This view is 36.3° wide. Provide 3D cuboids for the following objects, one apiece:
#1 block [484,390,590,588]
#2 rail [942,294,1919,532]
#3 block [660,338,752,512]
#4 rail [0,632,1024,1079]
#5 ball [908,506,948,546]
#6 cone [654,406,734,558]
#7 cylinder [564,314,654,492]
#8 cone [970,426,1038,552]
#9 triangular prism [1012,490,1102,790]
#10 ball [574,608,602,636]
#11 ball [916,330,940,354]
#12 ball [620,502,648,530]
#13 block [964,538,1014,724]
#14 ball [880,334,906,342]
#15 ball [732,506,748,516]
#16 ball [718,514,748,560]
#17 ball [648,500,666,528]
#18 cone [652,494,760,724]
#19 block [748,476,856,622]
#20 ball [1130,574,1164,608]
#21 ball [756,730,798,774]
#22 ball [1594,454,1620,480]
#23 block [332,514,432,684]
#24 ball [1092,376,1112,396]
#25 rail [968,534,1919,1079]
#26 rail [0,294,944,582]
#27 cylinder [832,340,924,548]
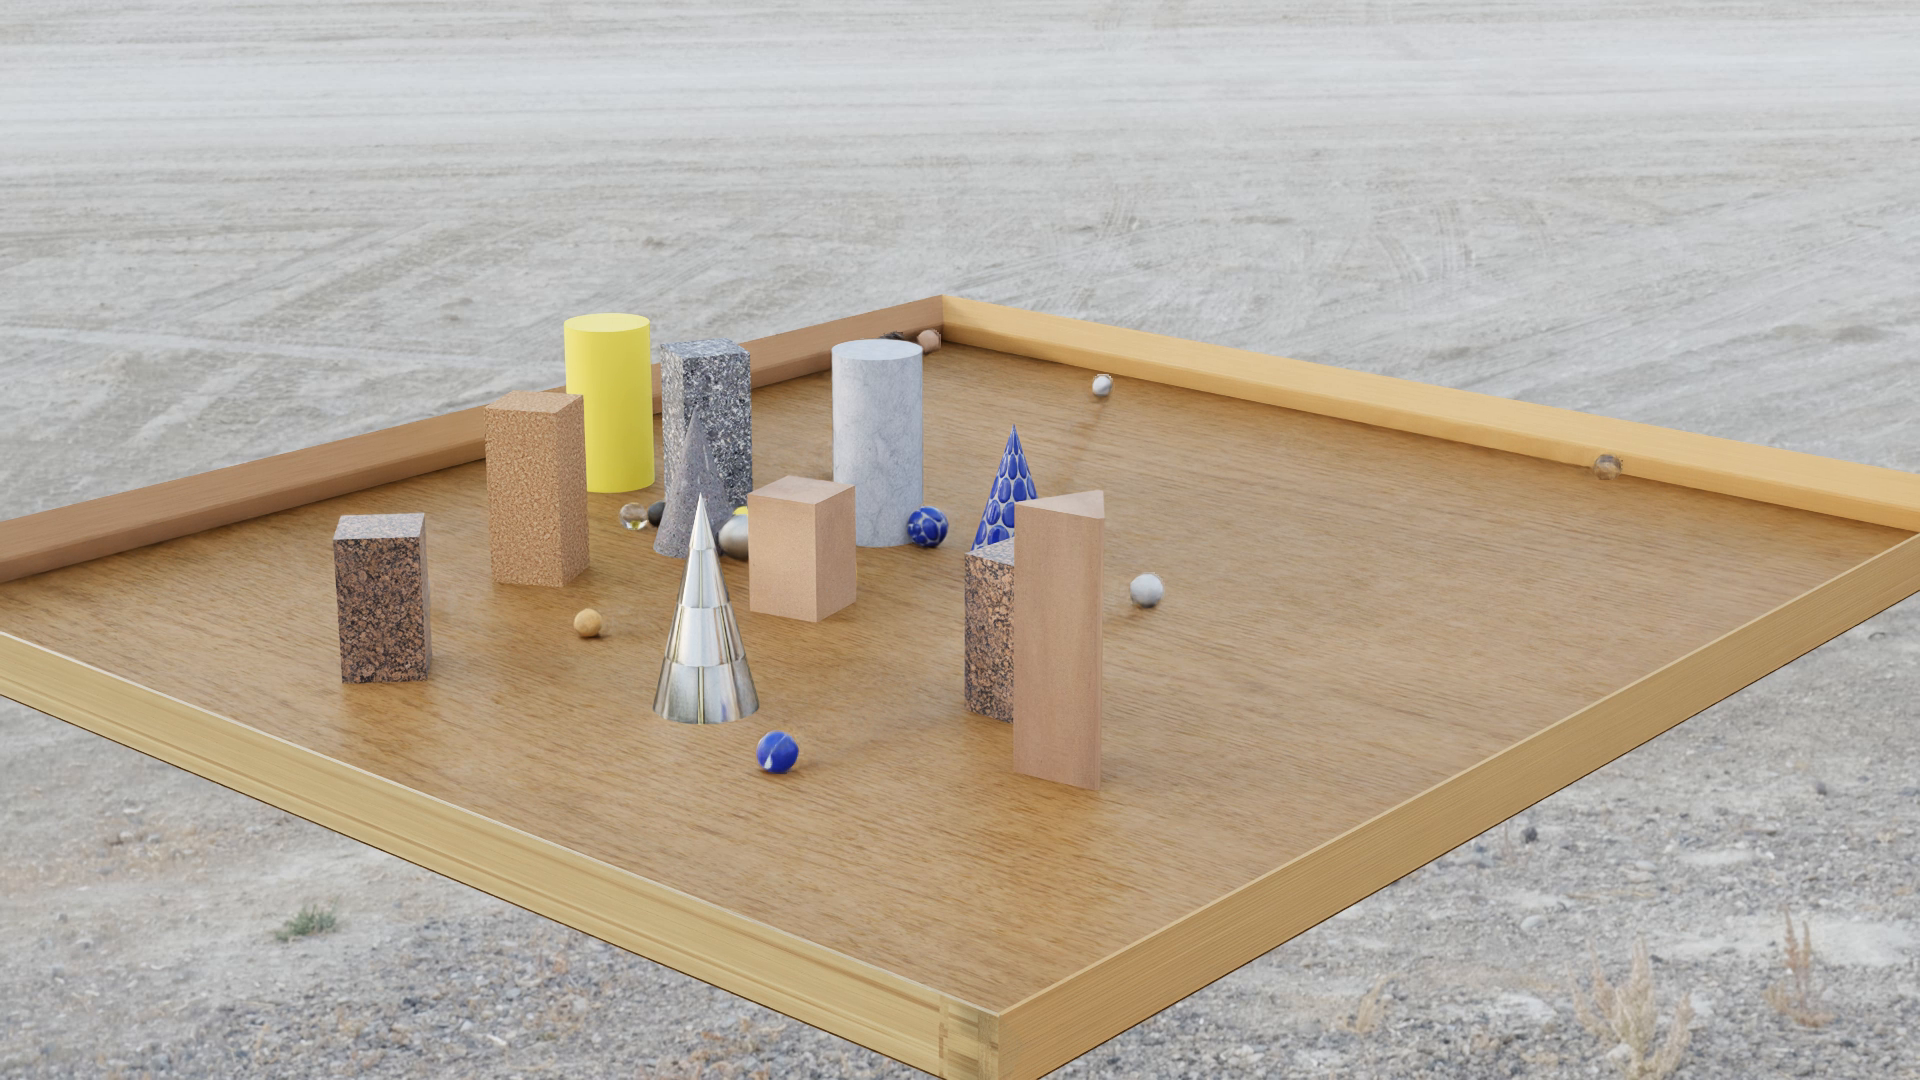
[{"bbox_3d":[-0.743,-0.091,5.159,0.133,0.315,0.133,4,17,14],"label":"block"},{"bbox_3d":[0.911,-0.279,6.127,2.568,0.108,0.045,14,22,39],"label":"rail"},{"bbox_3d":[-0.481,-0.213,5.567,0.133,0.310,0.133,-7,18,-22],"label":"block"},{"bbox_3d":[-0.911,0.333,4.119,2.568,0.108,0.045,14,22,39],"label":"rail"},{"bbox_3d":[-0.058,-0.025,5.352,0.075,0.075,0.075,0,17,0],"label":"ball"},{"bbox_3d":[-0.478,-0.116,5.327,0.166,0.263,0.166,0,17,0],"label":"cone"},{"bbox_3d":[-0.685,-0.269,5.734,0.166,0.320,0.166,0,17,0],"label":"cylinder"},{"bbox_3d":[0.096,-0.084,5.235,0.166,0.257,0.166,0,17,0],"label":"cone"},{"bbox_3d":[0.171,0.138,4.245,0.144,0.408,0.124,10,20,31],"label":"triangular prism"},{"bbox_3d":[-0.617,0.137,4.868,0.047,0.047,0.047,0,17,0],"label":"ball"},{"bbox_3d":[-0.075,-0.459,6.812,0.055,0.055,0.055,0,17,0],"label":"ball"},{"bbox_3d":[-0.608,-0.044,5.455,0.052,0.052,0.052,0,17,0],"label":"ball"},{"bbox_3d":[0.101,0.139,4.508,0.133,0.253,0.133,14,22,39],"label":"block"},{"bbox_3d":[-0.154,-0.435,6.696,0.076,0.076,0.076,0,17,0],"label":"ball"},{"bbox_3d":[-0.402,-0.038,5.441,0.048,0.048,0.048,0,17,0],"label":"ball"},{"bbox_3d":[-0.392,-0.005,5.273,0.083,0.083,0.083,0,17,0],"label":"ball"},{"bbox_3d":[-0.558,-0.048,5.467,0.051,0.051,0.051,0,17,0],"label":"ball"},{"bbox_3d":[-0.394,0.093,4.505,0.166,0.344,0.166,0,17,0],"label":"cone"},{"bbox_3d":[-0.268,0.014,4.998,0.133,0.208,0.133,9,19,27],"label":"block"},{"bbox_3d":[0.319,0.087,5.015,0.057,0.057,0.057,0,17,0],"label":"ball"},{"bbox_3d":[-0.267,0.309,4.279,0.062,0.062,0.062,0,17,0],"label":"ball"},{"bbox_3d":[1.276,-0.144,5.784,0.052,0.052,0.052,0,17,0],"label":"ball"},{"bbox_3d":[-0.921,0.092,4.686,0.133,0.239,0.133,-2,17,-6],"label":"block"},{"bbox_3d":[0.312,-0.336,6.429,0.044,0.044,0.044,0,17,0],"label":"ball"},{"bbox_3d":[0.952,0.268,4.333,0.045,0.108,2.827,14,22,39],"label":"rail"},{"bbox_3d":[-0.952,-0.214,5.913,0.045,0.108,2.827,14,22,39],"label":"rail"},{"bbox_3d":[-0.151,-0.179,5.385,0.166,0.351,0.166,0,17,0],"label":"cylinder"}]
